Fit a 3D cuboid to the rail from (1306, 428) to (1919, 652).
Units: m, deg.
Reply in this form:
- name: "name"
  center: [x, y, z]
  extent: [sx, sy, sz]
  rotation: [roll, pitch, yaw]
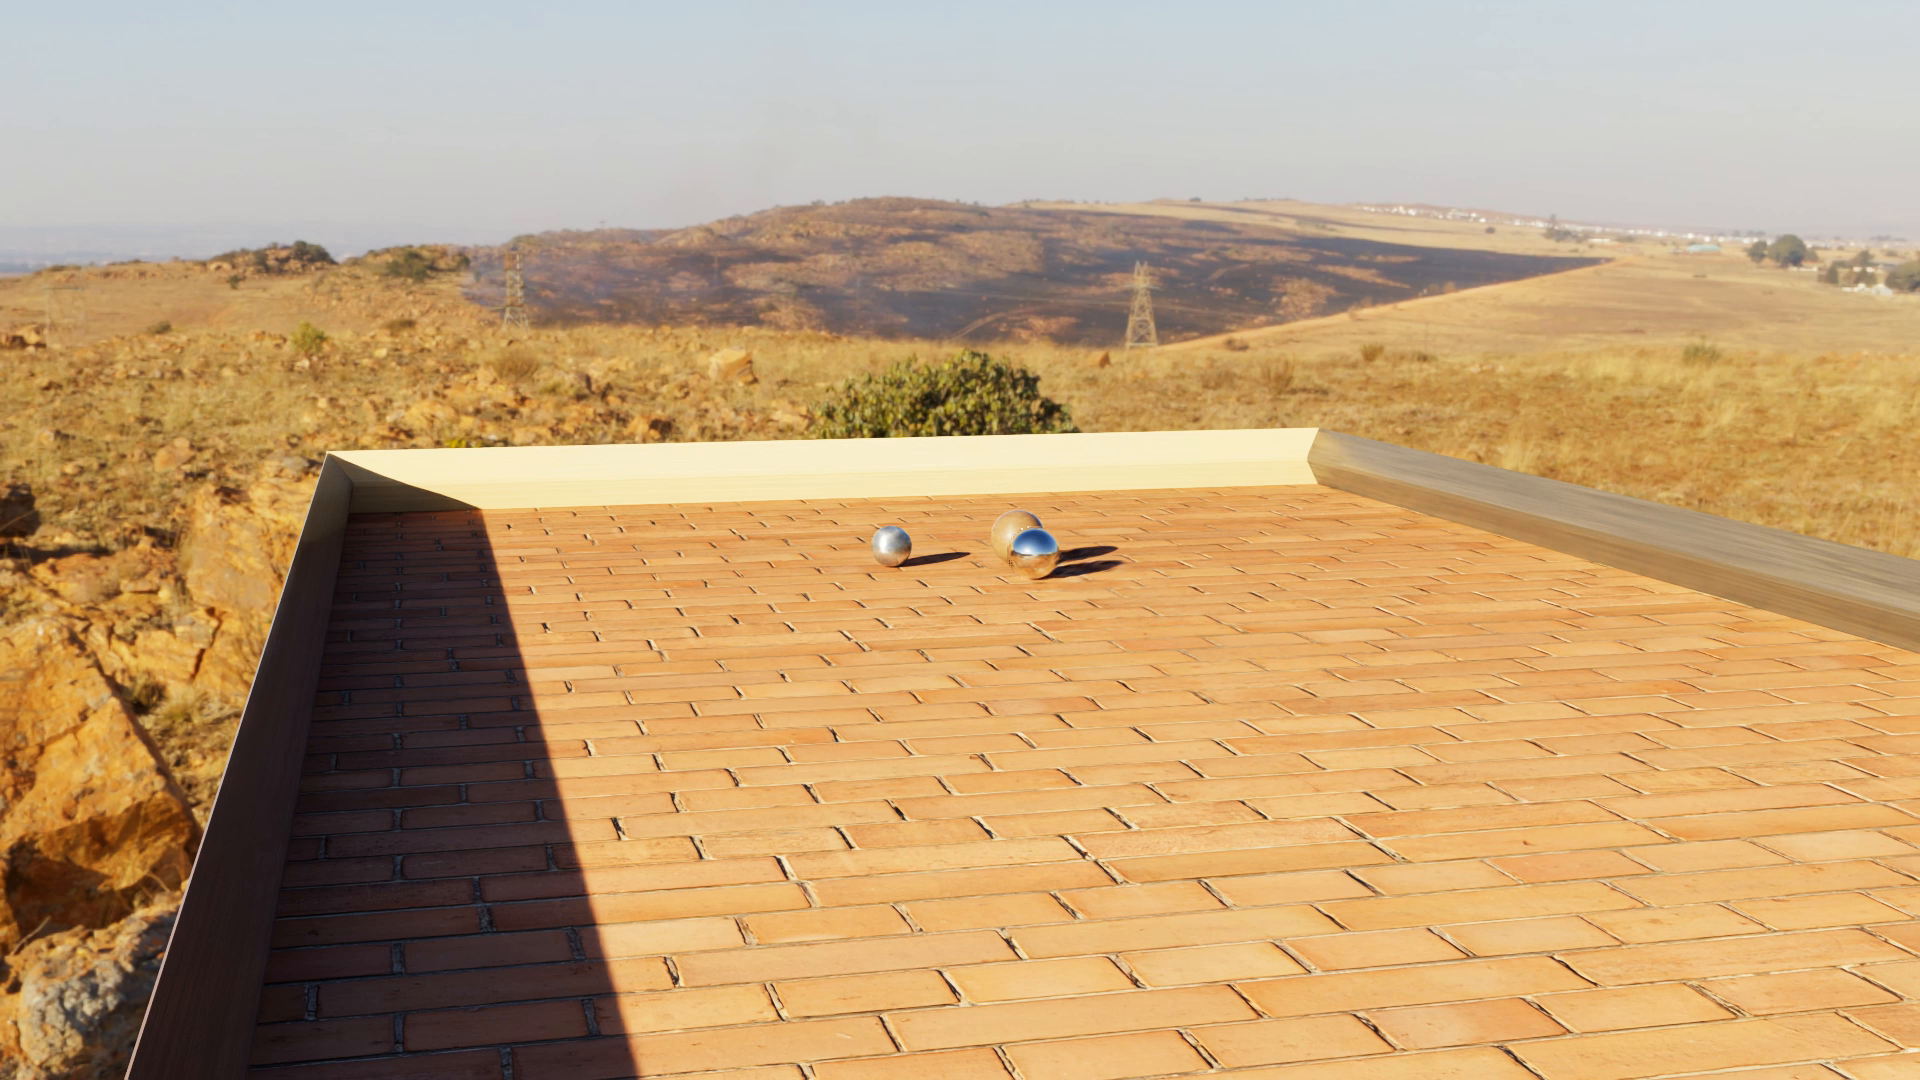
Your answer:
- name: "rail"
  center: [1.130, 0.066, 2.819]
  extent: [0.045, 0.113, 3.454]
  rotation: [-2, 8, -14]

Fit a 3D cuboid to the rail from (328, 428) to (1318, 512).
- name: "rail"
  center: [-0.205, -0.135, 4.225]
  extent: [1.944, 0.113, 0.045]
  rotation: [-2, 8, -14]

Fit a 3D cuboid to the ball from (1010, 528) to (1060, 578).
- name: "ball"
  center: [0.112, 0.020, 3.280]
  extent: [0.075, 0.075, 0.075]
  rotation: [0, 8, 0]

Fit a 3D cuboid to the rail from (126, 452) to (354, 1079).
- name: "rail"
  center: [-0.709, 0.132, 2.361]
  extent: [0.045, 0.113, 3.454]
  rotation: [-2, 8, -14]

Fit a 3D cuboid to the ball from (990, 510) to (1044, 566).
- name: "ball"
  center: [0.090, -0.003, 3.404]
  extent: [0.087, 0.087, 0.087]
  rotation: [0, 8, 0]

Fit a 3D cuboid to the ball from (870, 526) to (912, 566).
- name: "ball"
  center: [-0.106, 0.010, 3.395]
  extent: [0.064, 0.064, 0.064]
  rotation: [0, 8, 0]
